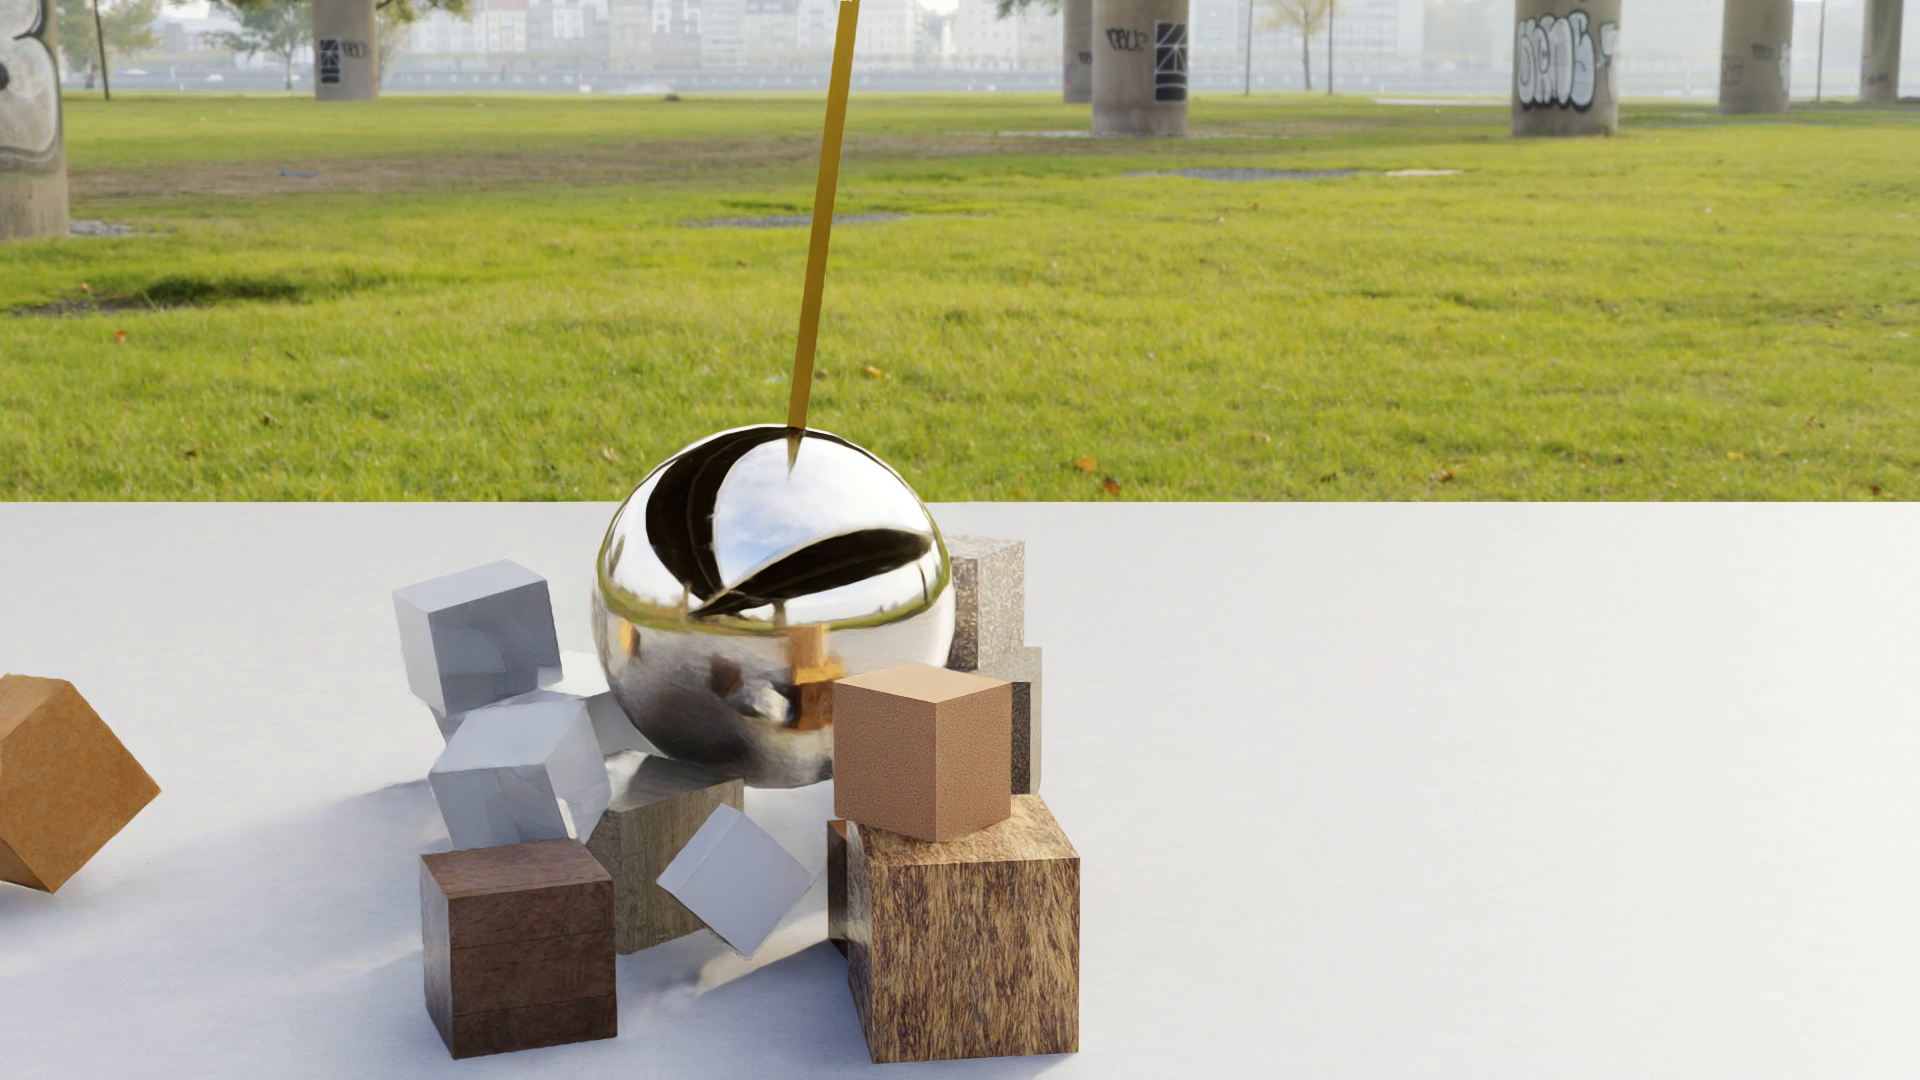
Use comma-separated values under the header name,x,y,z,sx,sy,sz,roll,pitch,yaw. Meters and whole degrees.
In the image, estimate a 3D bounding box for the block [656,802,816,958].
name,x,y,z,sx,sy,sz,roll,pitch,yaw
block,-0.896,1.351,10.208,0.398,0.415,0.354,43,-12,-15

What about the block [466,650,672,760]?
name,x,y,z,sx,sy,sz,roll,pitch,yaw
block,-1.784,0.982,12.068,0.777,0.733,0.696,5,12,34

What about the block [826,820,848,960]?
name,x,y,z,sx,sy,sz,roll,pitch,yaw
block,-0.167,1.422,10.346,0.607,0.501,0.558,-3,11,-18

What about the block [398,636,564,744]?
name,x,y,z,sx,sy,sz,roll,pitch,yaw
block,-2.324,0.724,12.889,0.611,0.698,0.647,-28,12,-21

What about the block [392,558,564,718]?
name,x,y,z,sx,sy,sz,roll,pitch,yaw
block,-2.202,0.438,11.720,0.575,0.497,0.459,-17,20,-29

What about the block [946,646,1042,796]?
name,x,y,z,sx,sy,sz,roll,pitch,yaw
block,-0.039,0.933,12.498,0.823,0.693,0.761,1,10,6

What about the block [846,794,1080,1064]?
name,x,y,z,sx,sy,sz,roll,pitch,yaw
block,-0.003,1.436,9.609,0.753,0.736,0.834,-2,10,-8

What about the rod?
name,x,y,z,sx,sy,sz,roll,pitch,yaw
rod,-0.353,-3.026,10.630,0.080,5.200,0.080,8,10,-1

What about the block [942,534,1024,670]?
name,x,y,z,sx,sy,sz,roll,pitch,yaw
block,-0.057,0.288,12.603,0.575,0.538,0.546,5,11,25

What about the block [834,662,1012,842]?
name,x,y,z,sx,sy,sz,roll,pitch,yaw
block,-0.141,0.789,9.644,0.514,0.525,0.426,9,14,40

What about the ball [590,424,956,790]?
name,x,y,z,sx,sy,sz,roll,pitch,yaw
ball,-0.815,0.289,11.233,1.600,1.600,1.600,0,10,0

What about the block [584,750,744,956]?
name,x,y,z,sx,sy,sz,roll,pitch,yaw
block,-1.400,1.295,10.771,0.706,0.599,0.684,9,13,40

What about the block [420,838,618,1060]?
name,x,y,z,sx,sy,sz,roll,pitch,yaw
block,-1.649,1.510,9.563,0.604,0.607,0.563,-4,11,-22

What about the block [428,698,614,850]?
name,x,y,z,sx,sy,sz,roll,pitch,yaw
block,-1.730,0.963,10.160,0.495,0.446,0.475,-6,26,16

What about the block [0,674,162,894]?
name,x,y,z,sx,sy,sz,roll,pitch,yaw
block,-4.033,1.044,11.116,0.689,0.647,0.631,0,40,48
